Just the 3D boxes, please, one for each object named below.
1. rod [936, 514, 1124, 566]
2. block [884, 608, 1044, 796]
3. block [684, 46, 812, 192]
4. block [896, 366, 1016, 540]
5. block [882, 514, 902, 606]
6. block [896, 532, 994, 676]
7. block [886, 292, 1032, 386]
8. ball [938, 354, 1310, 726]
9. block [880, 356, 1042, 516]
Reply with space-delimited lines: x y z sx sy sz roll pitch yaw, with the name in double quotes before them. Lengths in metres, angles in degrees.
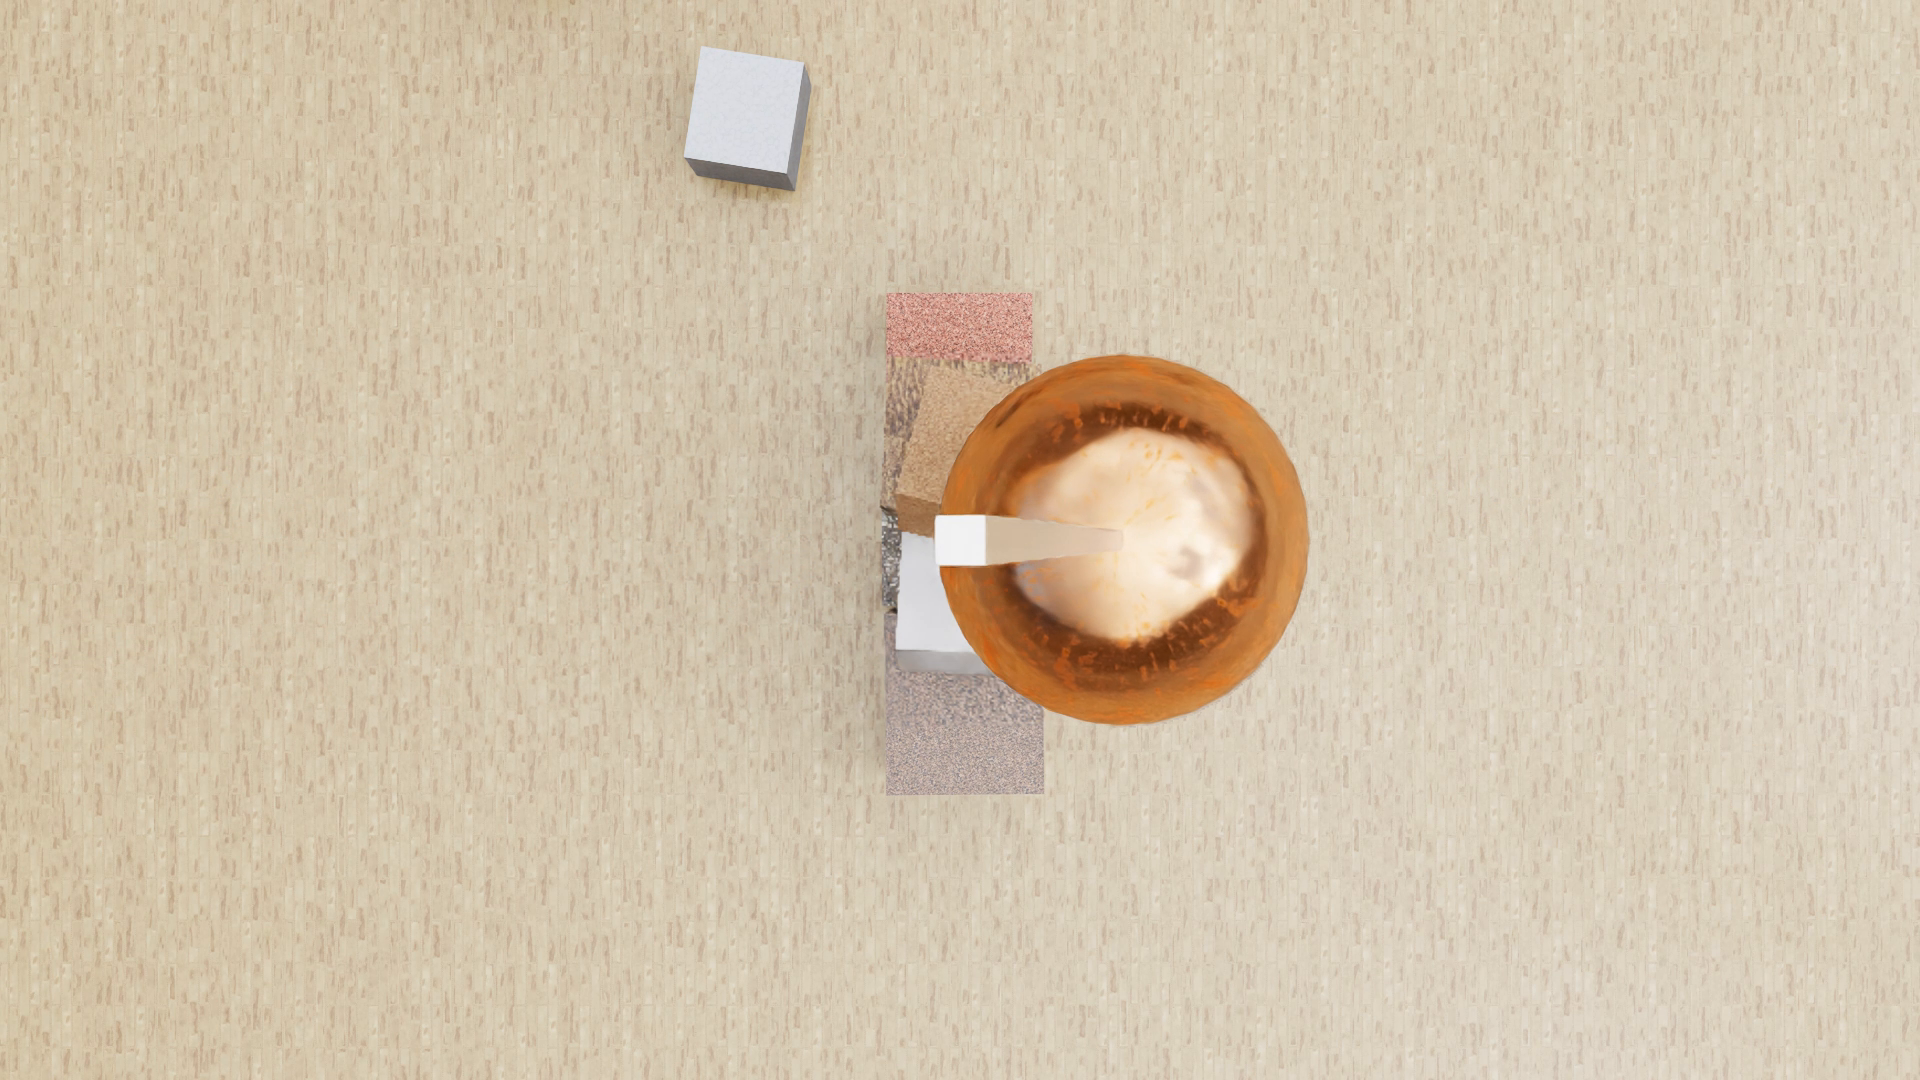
"rod" 0.302 0.000 6.090 0.080 5.200 0.080 0 90 7
"block" 0.023 0.895 12.500 0.862 1.001 0.991 -1 90 0
"block" -1.214 -2.418 12.678 0.585 0.645 0.631 9 90 0
"block" 0.104 -0.378 11.118 0.693 0.587 0.695 14 73 4
"block" 0.002 -0.051 12.582 0.862 0.836 0.839 0 90 0
"block" 0.019 0.273 11.646 0.656 0.743 0.766 3 78 1
"block" -0.002 -0.925 12.595 0.808 0.809 0.890 0 90 0
"ball" 0.698 0.000 9.467 1.600 1.600 1.600 0 90 0
"block" 0.006 -0.527 11.841 0.806 0.649 0.792 3 86 0
